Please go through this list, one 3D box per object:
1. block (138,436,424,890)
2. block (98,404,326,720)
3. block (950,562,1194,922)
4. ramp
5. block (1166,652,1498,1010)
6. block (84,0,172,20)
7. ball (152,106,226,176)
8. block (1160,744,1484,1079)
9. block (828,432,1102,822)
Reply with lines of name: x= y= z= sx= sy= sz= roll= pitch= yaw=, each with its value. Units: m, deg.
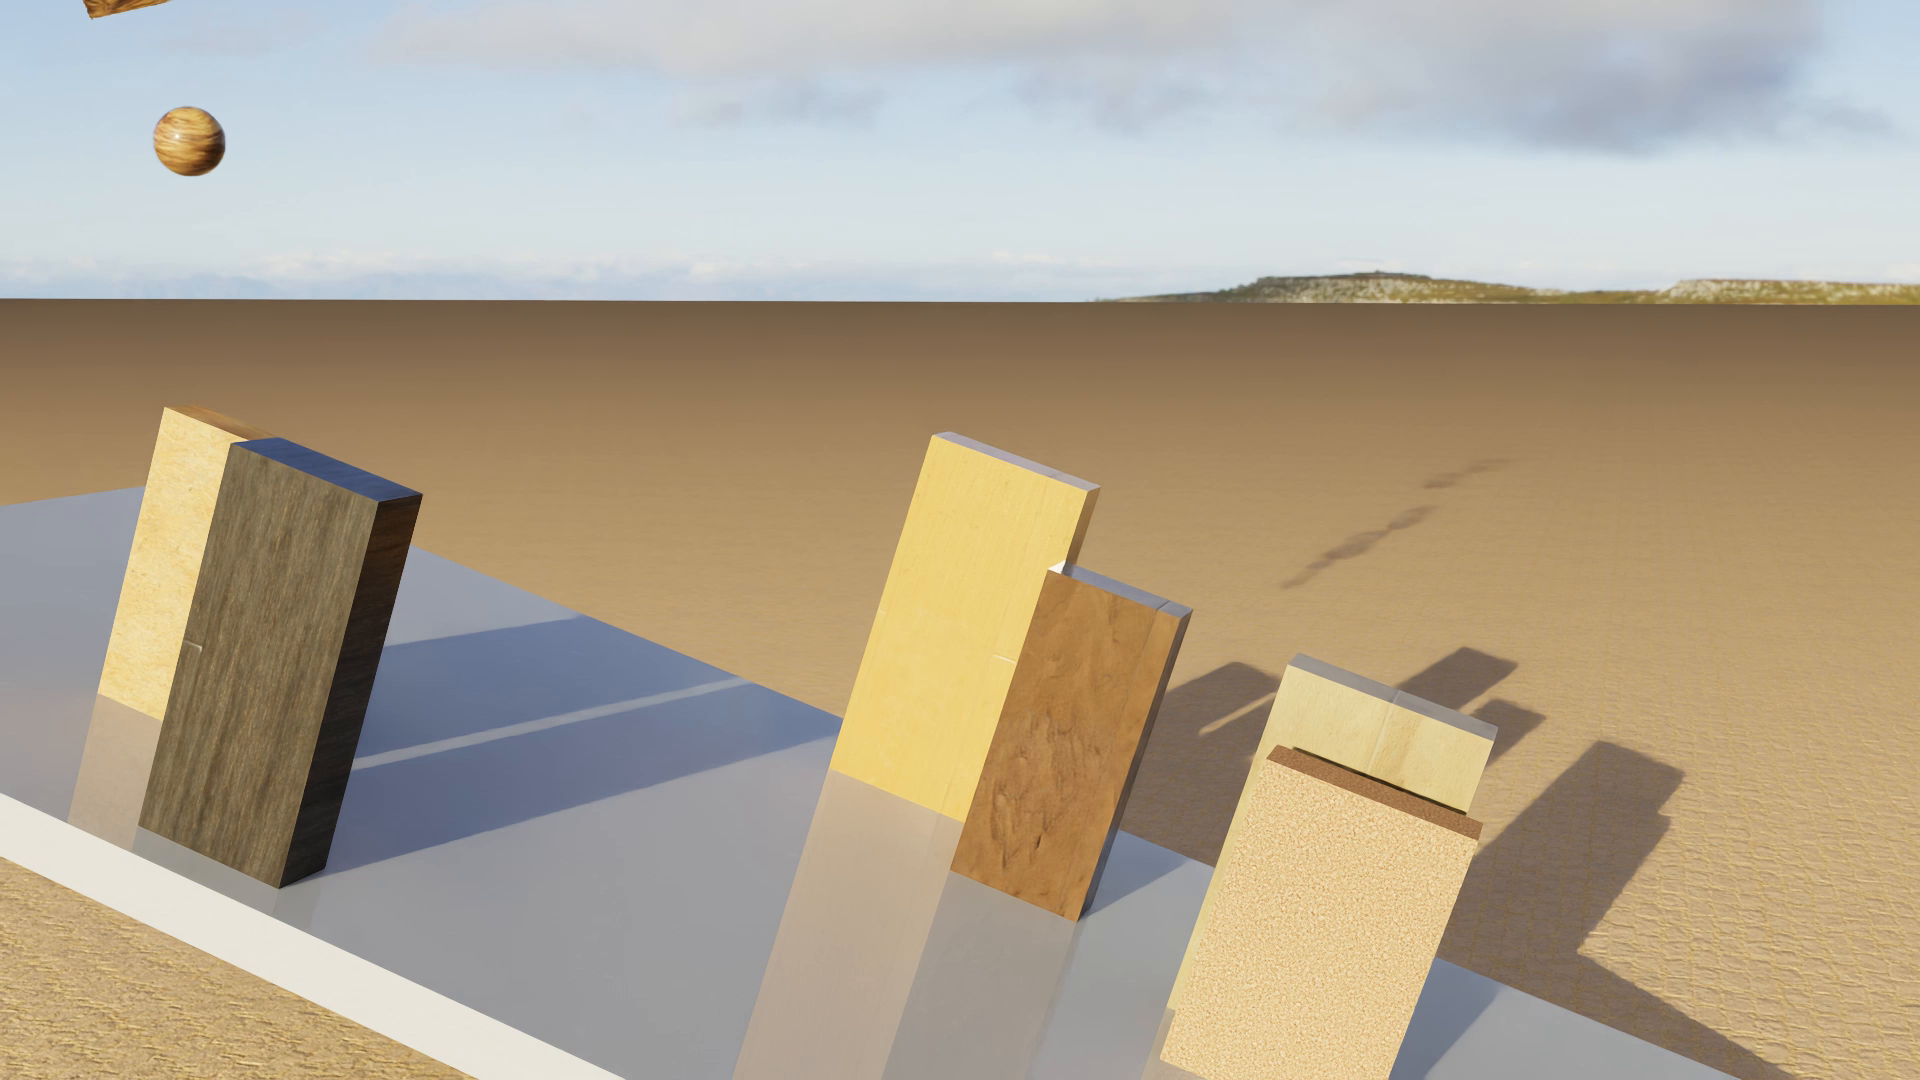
block: x=-1.085 y=0.193 z=3.503 sx=0.272 sy=0.654 sz=0.129 roll=21 pitch=12 yaw=14
block: x=-1.293 y=0.085 z=3.948 sx=0.406 sy=0.550 sz=0.092 roll=21 pitch=12 yaw=14
block: x=0.222 y=0.404 z=4.429 sx=0.281 sy=0.657 sz=0.129 roll=21 pitch=12 yaw=14
ramp: x=-0.356 y=0.671 z=4.225 sx=4.000 sy=0.100 sz=2.000 roll=21 pitch=12 yaw=14
block: x=0.686 y=0.608 z=4.071 sx=0.386 sy=0.696 sz=0.135 roll=21 pitch=12 yaw=14
block: x=-1.689 y=-1.172 z=4.394 sx=0.161 sy=0.161 sz=0.161 roll=-15 pitch=54 yaw=-9
ball: x=-1.586 y=-0.820 z=4.526 sx=0.143 sy=0.143 sz=0.143 roll=0 pitch=7 yaw=0
block: x=0.628 y=0.702 z=3.840 sx=0.377 sy=0.580 sz=0.127 roll=21 pitch=12 yaw=14
block: x=0.007 y=0.193 z=4.786 sx=0.359 sy=0.778 sz=0.124 roll=21 pitch=12 yaw=14
